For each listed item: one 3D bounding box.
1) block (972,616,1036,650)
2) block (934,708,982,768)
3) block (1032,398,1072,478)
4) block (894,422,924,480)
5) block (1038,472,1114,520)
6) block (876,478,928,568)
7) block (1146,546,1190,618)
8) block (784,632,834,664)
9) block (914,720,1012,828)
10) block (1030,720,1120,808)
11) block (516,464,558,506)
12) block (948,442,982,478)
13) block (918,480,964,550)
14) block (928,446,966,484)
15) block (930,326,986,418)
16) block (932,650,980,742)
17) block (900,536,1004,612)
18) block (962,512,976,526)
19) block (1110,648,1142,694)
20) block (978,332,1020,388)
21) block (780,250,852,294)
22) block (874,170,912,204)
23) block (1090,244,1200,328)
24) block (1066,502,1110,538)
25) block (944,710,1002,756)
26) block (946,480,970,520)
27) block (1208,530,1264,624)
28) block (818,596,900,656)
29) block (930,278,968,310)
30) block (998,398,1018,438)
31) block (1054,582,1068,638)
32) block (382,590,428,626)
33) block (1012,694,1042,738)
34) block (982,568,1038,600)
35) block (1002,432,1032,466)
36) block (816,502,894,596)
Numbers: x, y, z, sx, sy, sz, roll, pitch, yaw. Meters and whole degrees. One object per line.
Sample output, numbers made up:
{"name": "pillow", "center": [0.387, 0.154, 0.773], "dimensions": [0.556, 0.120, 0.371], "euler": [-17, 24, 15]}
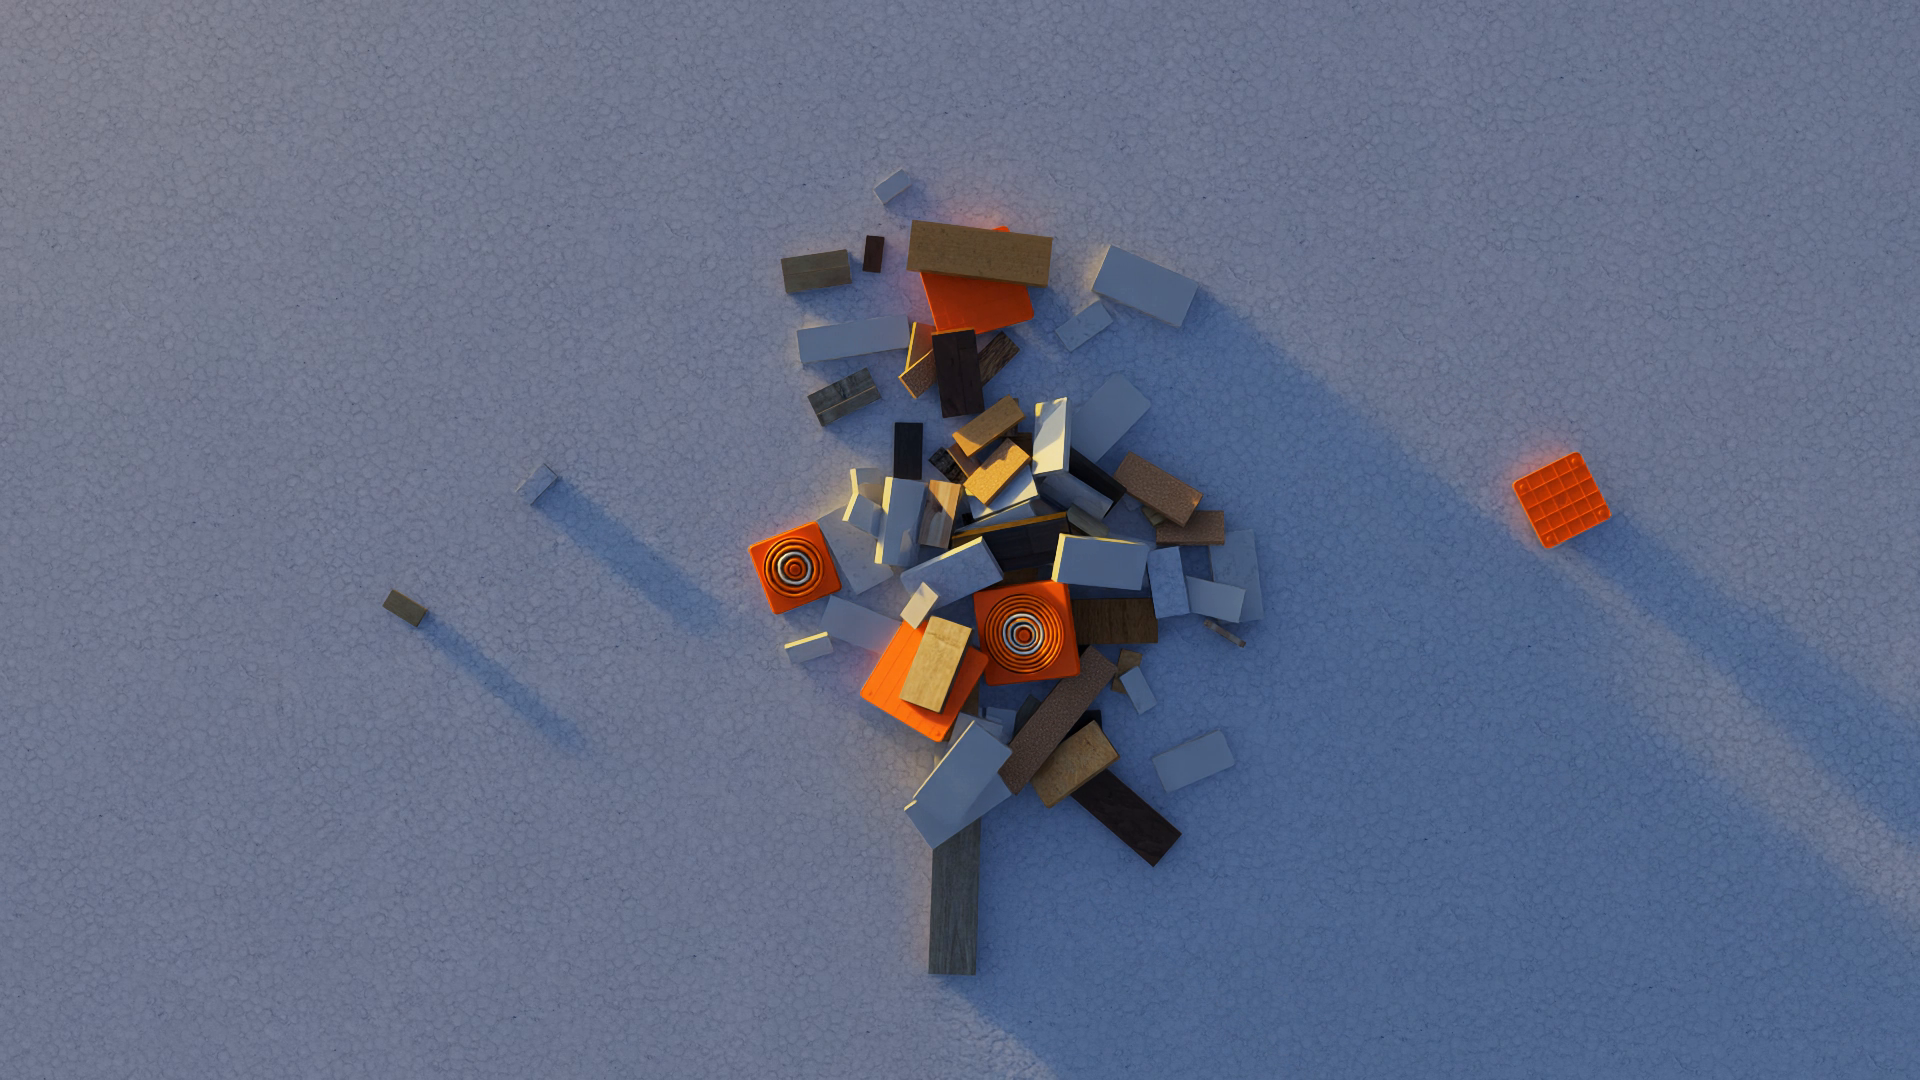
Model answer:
{"name": "block", "center": [0.145, 0.309, 5.485], "dimensions": [0.208, 0.029, 0.104], "euler": [-1, 91, 1]}
{"name": "block", "center": [-0.008, 0.700, 5.450], "dimensions": [0.149, 0.042, 0.298], "euler": [3, 79, 0]}
{"name": "block", "center": [0.303, -0.336, 5.414], "dimensions": [0.123, 0.035, 0.247], "euler": [-9, 69, 38]}
{"name": "block", "center": [-0.172, -0.296, 5.487], "dimensions": [0.094, 0.027, 0.187], "euler": [2, 90, 0]}
{"name": "block", "center": [0.380, -0.143, 5.450], "dimensions": [0.229, 0.032, 0.114], "euler": [33, 129, 1]}
{"name": "block", "center": [-0.193, -0.057, 5.443], "dimensions": [0.142, 0.040, 0.284], "euler": [7, 90, -35]}
{"name": "block", "center": [0.682, 0.139, 5.440], "dimensions": [0.112, 0.032, 0.223], "euler": [-10, 90, 2]}
{"name": "block", "center": [-0.500, 0.359, 5.471], "dimensions": [0.146, 0.021, 0.073], "euler": [-17, 124, 0]}
{"name": "block", "center": [0.009, 0.751, 5.286], "dimensions": [0.157, 0.044, 0.314], "euler": [38, 93, -2]}
{"name": "block", "center": [0.368, 0.740, 5.437], "dimensions": [0.292, 0.041, 0.146], "euler": [-37, 66, 6]}
{"name": "block", "center": [-1.408, -0.186, 5.491], "dimensions": [0.066, 0.019, 0.131], "euler": [44, 90, 0]}
{"name": "block", "center": [0.021, -0.268, 5.479], "dimensions": [0.064, 0.018, 0.128], "euler": [-37, 87, -17]}
{"name": "block", "center": [-0.064, -0.084, 5.445], "dimensions": [0.108, 0.030, 0.215], "euler": [10, 87, 20]}
{"name": "block", "center": [-0.037, -0.245, 5.491], "dimensions": [0.128, 0.018, 0.064], "euler": [43, 90, 0]}
{"name": "block", "center": [-0.006, -0.551, 5.429], "dimensions": [0.142, 0.040, 0.283], "euler": [-8, 111, -1]}
{"name": "block", "center": [-0.012, 0.514, 5.445], "dimensions": [0.149, 0.042, 0.298], "euler": [2, 77, 0]}
{"name": "block", "center": [-0.027, 0.119, 5.413], "dimensions": [0.304, 0.043, 0.152], "euler": [-25, 110, 16]}
{"name": "block", "center": [0.073, -0.068, 5.481], "dimensions": [0.122, 0.017, 0.061], "euler": [-11, 90, -9]}
{"name": "block", "center": [0.555, 0.439, 5.490], "dimensions": [0.072, 0.020, 0.143], "euler": [14, 90, 0]}
{"name": "block", "center": [0.107, -0.601, 5.487], "dimensions": [0.177, 0.025, 0.089], "euler": [-44, 90, 0]}
{"name": "block", "center": [-0.477, -0.894, 5.484], "dimensions": [0.221, 0.031, 0.110], "euler": [-9, 90, 0]}
{"name": "block", "center": [-0.224, -1.176, 5.492], "dimensions": [0.119, 0.017, 0.059], "euler": [-35, 90, 0]}
{"name": "block", "center": [0.614, -0.841, 5.477], "dimensions": [0.320, 0.045, 0.160], "euler": [23, 90, 0]}
{"name": "block", "center": [0.414, -0.051, 5.426], "dimensions": [0.150, 0.021, 0.075], "euler": [34, 52, 0]}
{"name": "block", "center": [0.023, 0.721, 5.373], "dimensions": [0.149, 0.042, 0.298], "euler": [18, 93, -1]}
{"name": "block", "center": [-0.031, -0.132, 5.491], "dimensions": [0.064, 0.018, 0.128], "euler": [-34, 90, 0]}
{"name": "block", "center": [0.914, 0.122, 5.479], "dimensions": [0.149, 0.042, 0.299], "euler": [-7, 90, 0]}
{"name": "block", "center": [-0.334, 0.285, 5.482], "dimensions": [0.248, 0.035, 0.124], "euler": [21, 90, 0]}
{"name": "block", "center": [-0.036, -0.818, 5.492], "dimensions": [0.119, 0.017, 0.059], "euler": [26, 90, 0]}
{"name": "block", "center": [0.160, -0.404, 5.470], "dimensions": [0.066, 0.019, 0.131], "euler": [-1, 77, 11]}
{"name": "block", "center": [0.335, 0.217, 5.448], "dimensions": [0.029, 0.104, 0.208], "euler": [-3, 90, 0]}
{"name": "block", "center": [-1.848, 0.227, 5.491], "dimensions": [0.131, 0.019, 0.066], "euler": [31, 90, 0]}
{"name": "block", "center": [0.217, 0.620, 5.486], "dimensions": [0.097, 0.028, 0.194], "euler": [35, 90, 0]}
{"name": "block", "center": [0.150, 0.129, 5.485], "dimensions": [0.208, 0.029, 0.104], "euler": [9, 90, 0]}
{"name": "block", "center": [0.189, -0.259, 5.486], "dimensions": [0.098, 0.028, 0.195], "euler": [1, 90, 0]}
{"name": "block", "center": [-0.347, 0.025, 5.480], "dimensions": [0.142, 0.040, 0.284], "euler": [-28, 90, 0]}
